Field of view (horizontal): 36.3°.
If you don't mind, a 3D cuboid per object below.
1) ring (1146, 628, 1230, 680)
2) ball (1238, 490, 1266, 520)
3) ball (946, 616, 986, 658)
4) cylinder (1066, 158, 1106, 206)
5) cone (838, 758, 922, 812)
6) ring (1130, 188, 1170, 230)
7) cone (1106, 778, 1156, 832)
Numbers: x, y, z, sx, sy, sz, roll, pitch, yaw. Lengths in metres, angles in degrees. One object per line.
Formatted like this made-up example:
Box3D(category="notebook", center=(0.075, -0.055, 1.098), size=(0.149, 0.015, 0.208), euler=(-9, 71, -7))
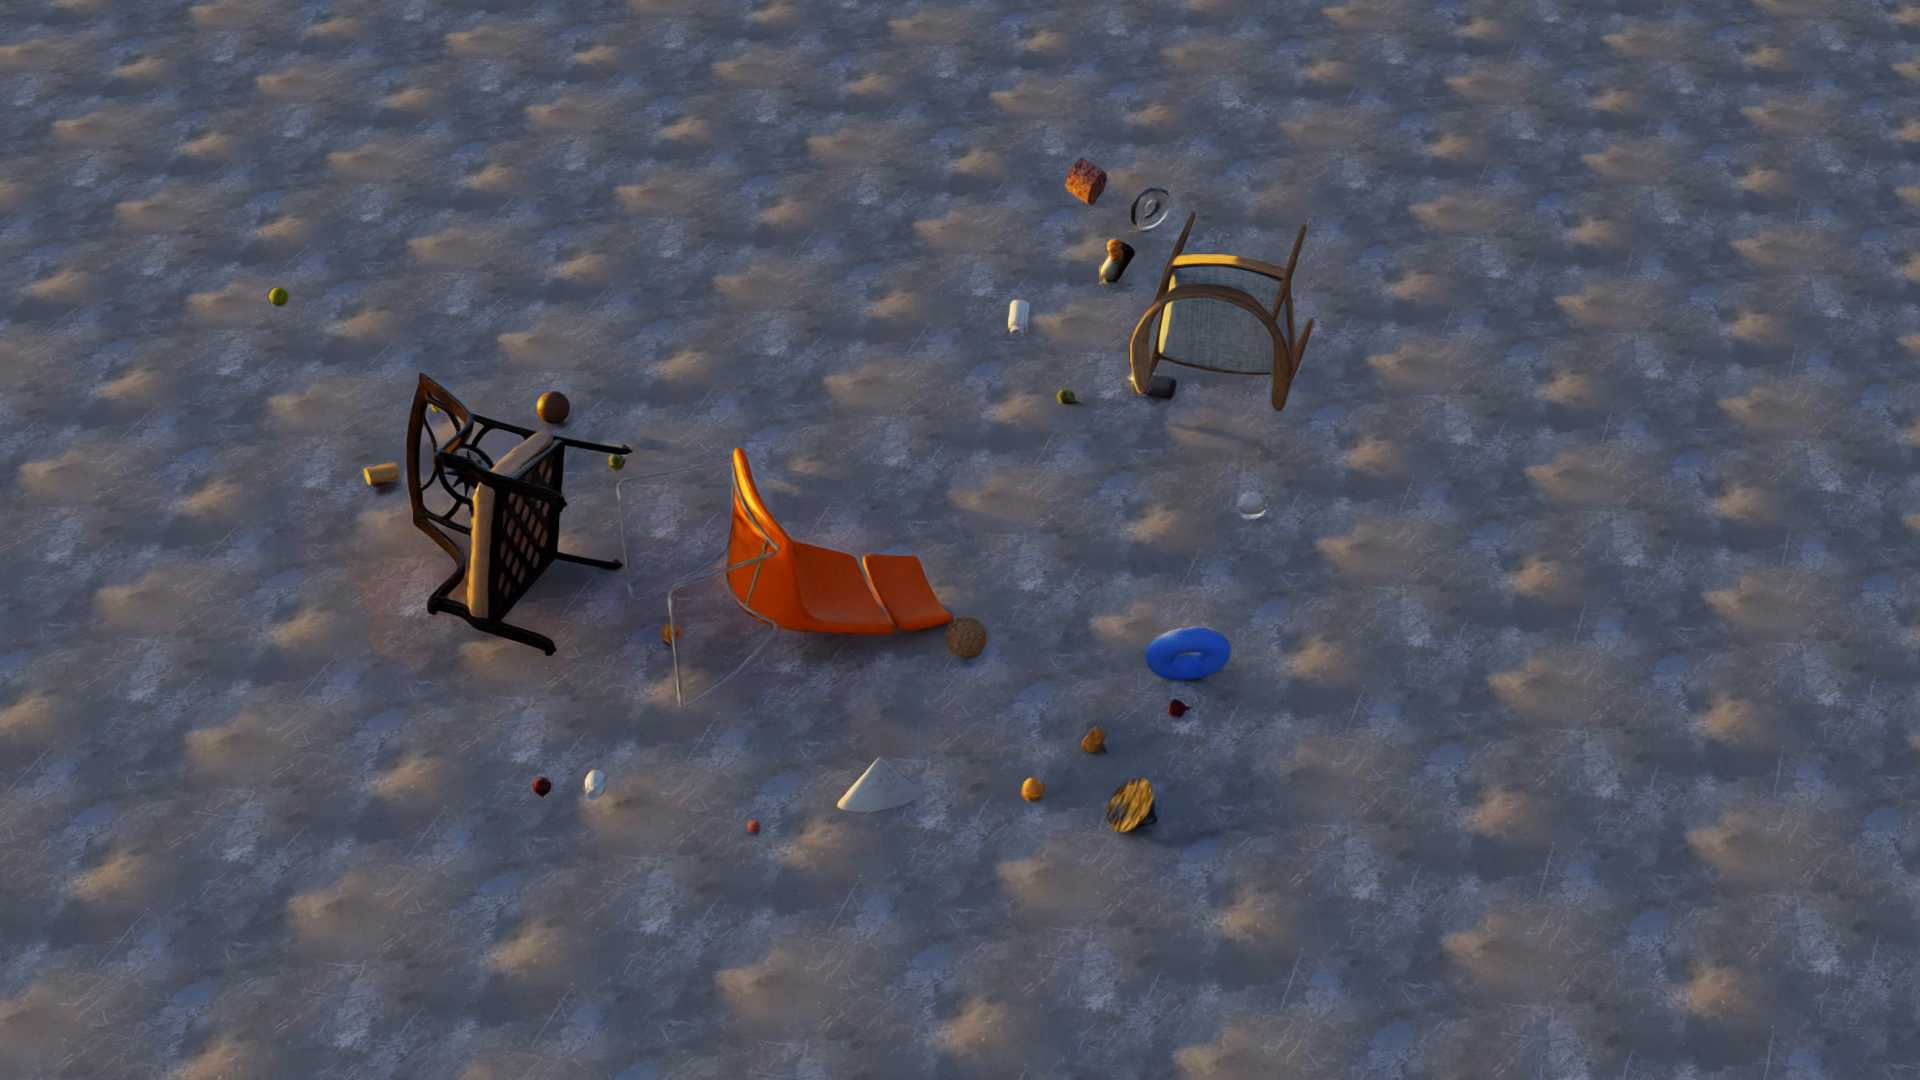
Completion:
Box3D(category="ring", center=(0.789, 0.394, 10.148), size=(0.297, 0.225, 0.090), euler=(-6, 47, 0))
Box3D(category="ball", center=(1.098, -0.130, 11.043), size=(0.109, 0.109, 0.109), euler=(0, 33, 0))
Box3D(category="ball", center=(0.022, 0.340, 10.301), size=(0.146, 0.146, 0.146), euler=(0, 33, 0))
Box3D(category="cylinder", center=(0.558, -1.581, 12.931), size=(0.122, 0.191, 0.137), euler=(35, 62, 17))
Box3D(category="cone", center=(-0.262, 0.777, 9.610), size=(0.291, 0.170, 0.128), euler=(-10, 35, -15))
Box3D(category="ring", center=(0.841, -1.469, 12.987), size=(0.213, 0.207, 0.049), euler=(-26, 44, -25))
Box3D(category="cone", center=(0.595, 0.887, 9.526), size=(0.232, 0.121, 0.194), euler=(9, 70, 61))
